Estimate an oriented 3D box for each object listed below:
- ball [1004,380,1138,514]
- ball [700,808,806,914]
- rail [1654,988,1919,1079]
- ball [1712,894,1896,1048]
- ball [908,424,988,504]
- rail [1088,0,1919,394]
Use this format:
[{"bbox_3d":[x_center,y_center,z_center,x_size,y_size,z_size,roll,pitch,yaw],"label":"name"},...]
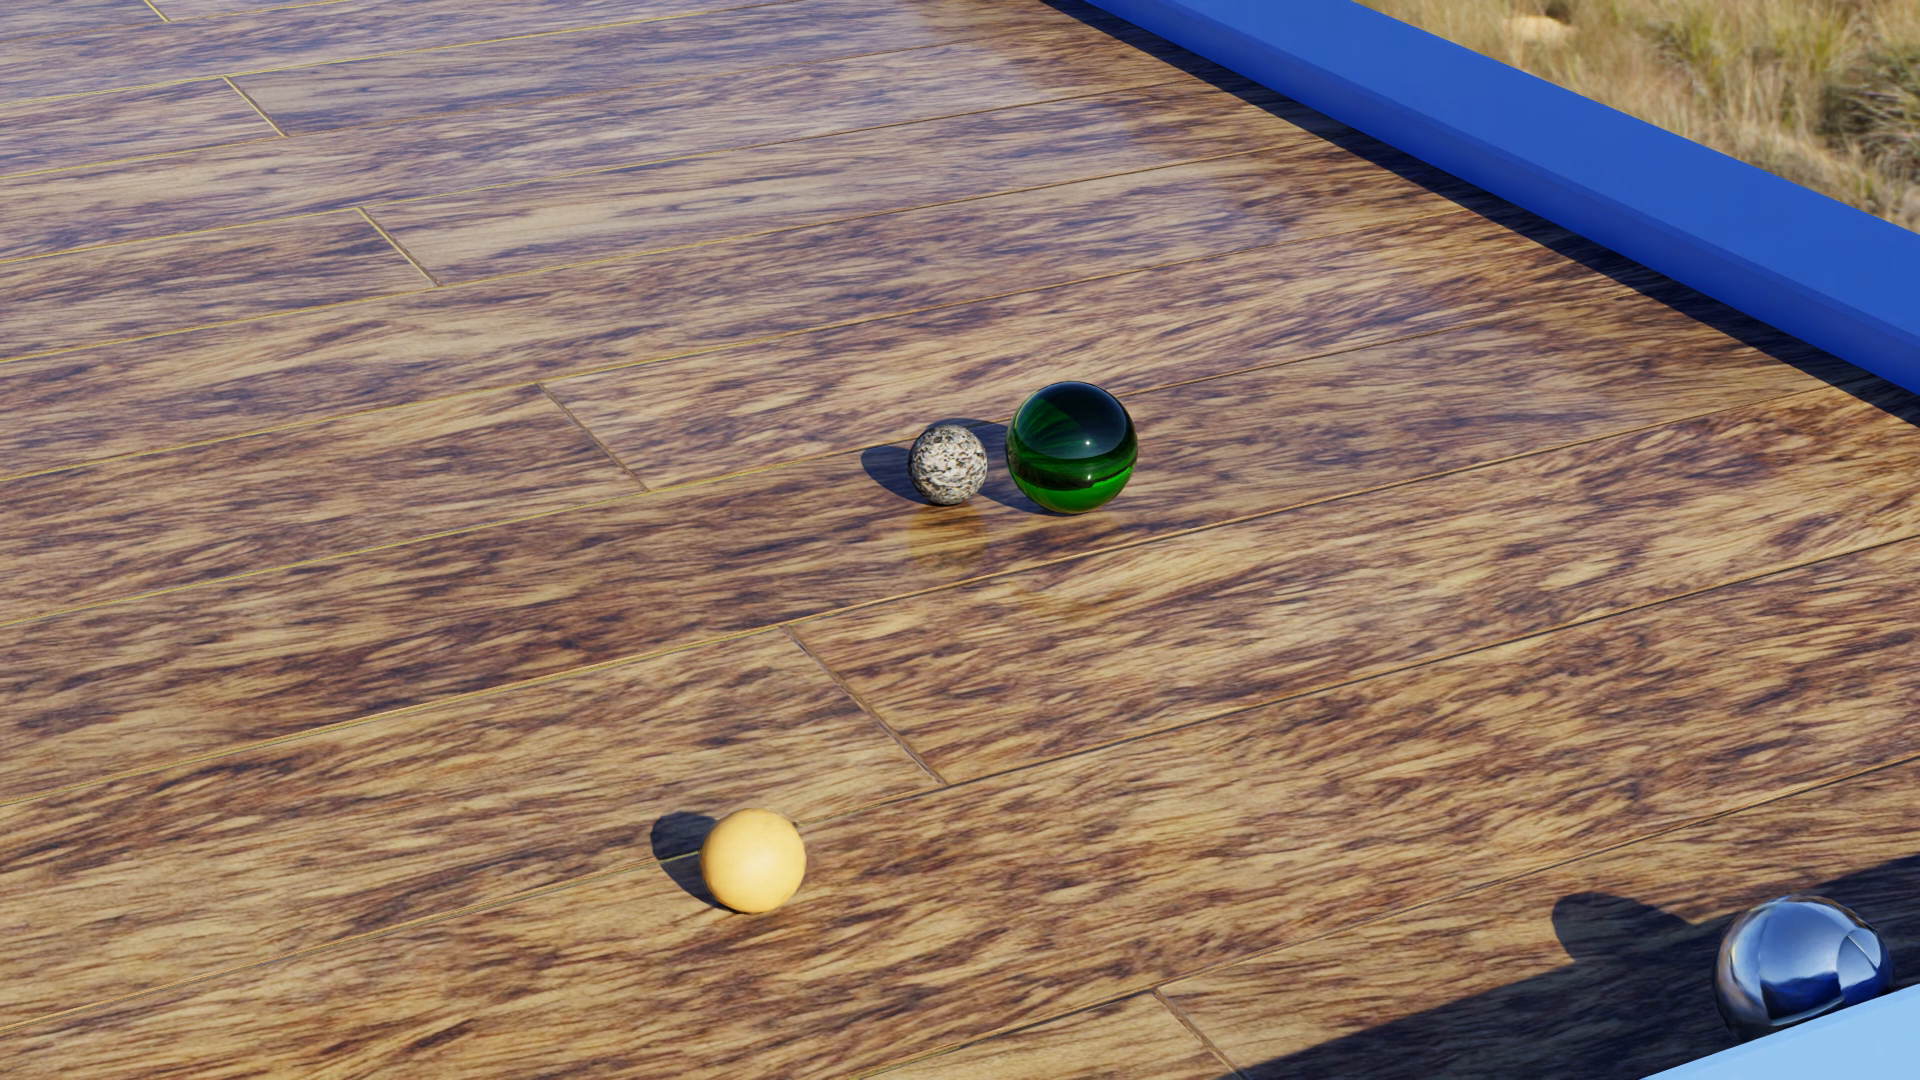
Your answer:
[{"bbox_3d":[0.083,-0.069,2.191,0.099,0.099,0.099,0,25,0],"label":"ball"},{"bbox_3d":[-0.119,0.185,1.699,0.061,0.061,0.061,0,25,0],"label":"ball"},{"bbox_3d":[0.371,0.281,1.415,1.726,0.129,0.045,-12,28,-24],"label":"rail"},{"bbox_3d":[0.446,0.234,1.557,0.093,0.093,0.093,0,25,0],"label":"ball"},{"bbox_3d":[-0.009,-0.057,2.210,0.061,0.061,0.061,0,25,0],"label":"ball"},{"bbox_3d":[0.363,-0.509,3.083,0.045,0.129,3.334,-12,28,-24],"label":"rail"}]
